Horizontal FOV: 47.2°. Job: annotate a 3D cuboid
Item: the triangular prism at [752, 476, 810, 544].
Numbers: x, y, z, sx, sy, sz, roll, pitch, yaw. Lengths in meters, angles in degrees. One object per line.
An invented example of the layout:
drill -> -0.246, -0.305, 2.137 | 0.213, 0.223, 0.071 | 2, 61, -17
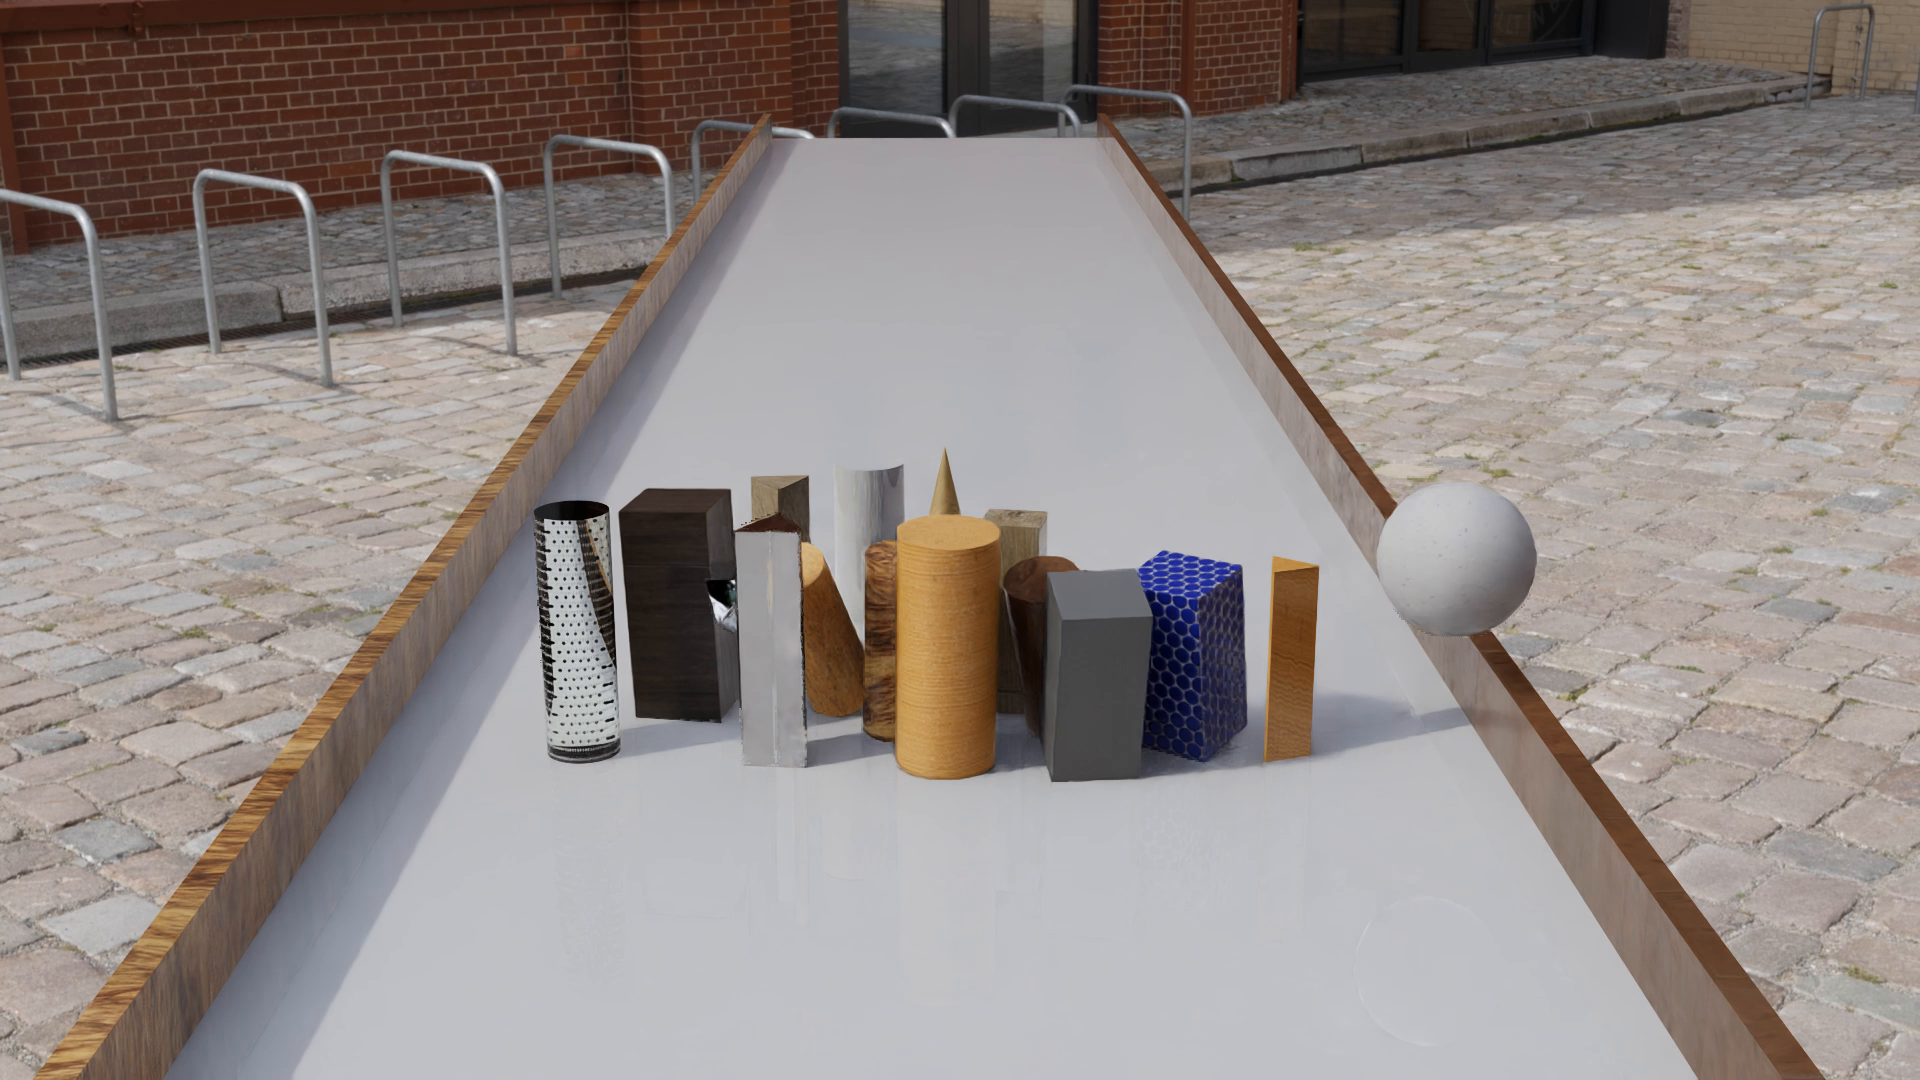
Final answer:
triangular prism -> -0.340, 0.060, 4.368 | 0.097, 0.375, 0.112 | -11, 20, -32

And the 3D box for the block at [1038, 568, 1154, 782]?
block -> 0.230, 0.235, 3.801 | 0.153, 0.335, 0.153 | -2, 31, -7

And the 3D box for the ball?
ball -> 0.846, 0.032, 3.752 | 0.266, 0.266, 0.266 | 0, 17, 0

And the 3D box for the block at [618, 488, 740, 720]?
block -> -0.518, 0.118, 4.118 | 0.165, 0.399, 0.165 | 1, 16, 10

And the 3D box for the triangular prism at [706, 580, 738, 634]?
triangular prism -> -0.330, 0.159, 4.127 | 0.077, 0.089, 0.405 | -28, -29, 14

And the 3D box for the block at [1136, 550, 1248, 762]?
block -> 0.400, 0.207, 3.940 | 0.163, 0.317, 0.163 | 11, 28, 34

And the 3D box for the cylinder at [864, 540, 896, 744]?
cylinder -> -0.099, 0.184, 3.997 | 0.149, 0.341, 0.149 | 2, 19, -1

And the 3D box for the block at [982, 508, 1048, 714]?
block -> 0.099, 0.135, 4.132 | 0.111, 0.366, 0.111 | 3, 17, 10

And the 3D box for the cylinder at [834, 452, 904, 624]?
cylinder -> -0.191, -0.004, 4.653 | 0.148, 0.334, 0.148 | 0, 17, 0

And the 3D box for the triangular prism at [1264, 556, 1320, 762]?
triangular prism -> 0.569, 0.209, 3.903 | 0.093, 0.354, 0.080 | -6, 18, -21

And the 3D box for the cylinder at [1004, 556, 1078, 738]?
cylinder -> 0.166, 0.197, 3.949 | 0.136, 0.323, 0.136 | -7, 35, 5

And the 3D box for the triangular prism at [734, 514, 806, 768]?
triangular prism -> -0.323, 0.178, 3.861 | 0.115, 0.435, 0.099 | 2, 18, 6

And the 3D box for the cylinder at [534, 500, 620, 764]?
cylinder -> -0.676, 0.163, 3.893 | 0.131, 0.448, 0.131 | 0, 17, 0

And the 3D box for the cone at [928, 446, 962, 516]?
cone -> -0.034, -0.065, 4.918 | 0.138, 0.301, 0.138 | 0, 17, 0

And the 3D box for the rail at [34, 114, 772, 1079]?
rail -> -1.118, -0.838, 7.780 | 0.050, 0.150, 12.000 | 0, 17, -1

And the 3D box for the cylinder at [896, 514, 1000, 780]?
cylinder -> -0.023, 0.187, 3.831 | 0.178, 0.427, 0.178 | 1, 20, 0

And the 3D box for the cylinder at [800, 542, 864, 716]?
cylinder -> -0.264, 0.167, 4.044 | 0.133, 0.333, 0.133 | -11, 43, 10

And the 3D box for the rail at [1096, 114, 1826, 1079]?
rail -> 0.932, -0.844, 7.801 | 0.050, 0.150, 12.000 | 0, 17, -1
